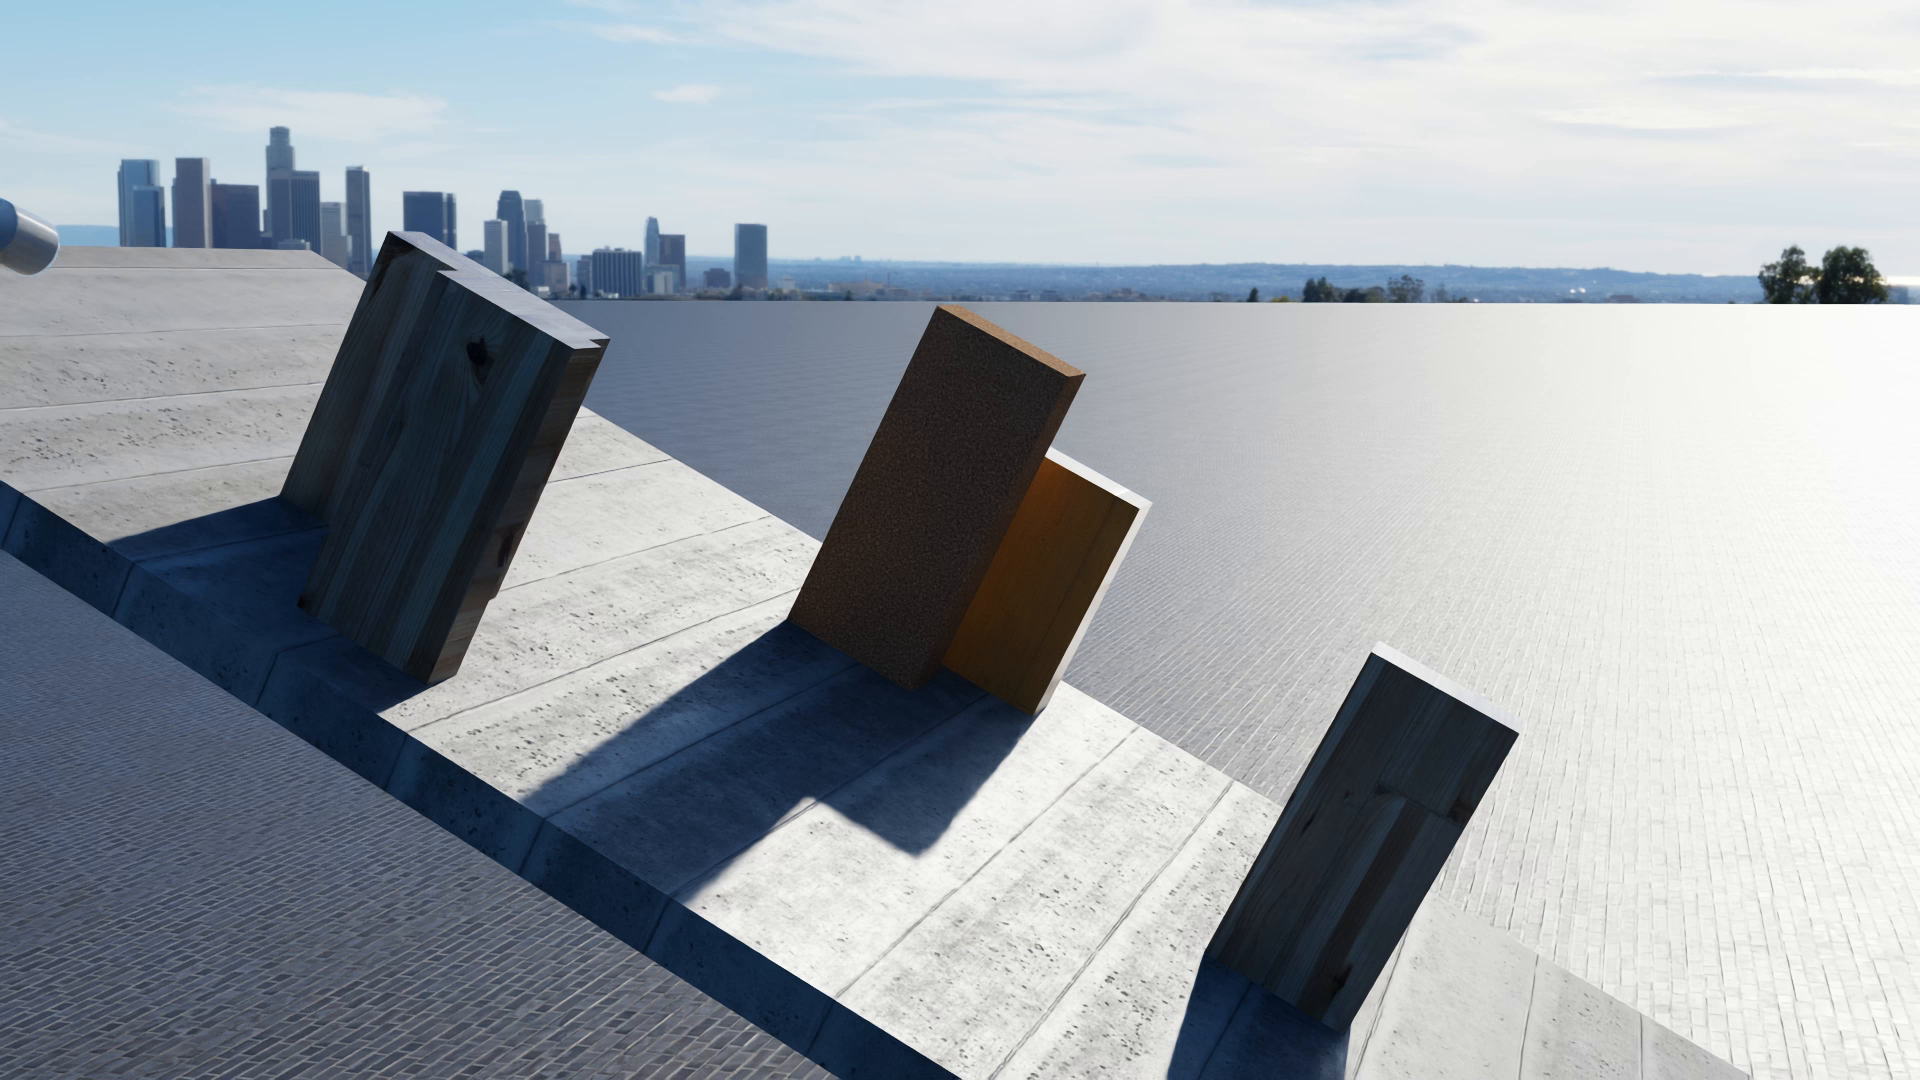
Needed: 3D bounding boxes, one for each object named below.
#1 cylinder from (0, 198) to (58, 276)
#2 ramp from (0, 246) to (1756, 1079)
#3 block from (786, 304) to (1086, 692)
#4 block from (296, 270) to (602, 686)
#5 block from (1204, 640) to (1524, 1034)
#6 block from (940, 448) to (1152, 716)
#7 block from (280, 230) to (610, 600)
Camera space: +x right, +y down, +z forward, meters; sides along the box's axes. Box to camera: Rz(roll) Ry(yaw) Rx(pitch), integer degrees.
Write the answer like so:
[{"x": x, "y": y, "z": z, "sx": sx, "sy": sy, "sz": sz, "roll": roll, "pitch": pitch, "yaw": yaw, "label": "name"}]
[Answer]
[{"x": -1.780, "y": -0.569, "z": 4.131, "sx": 0.114, "sy": 0.114, "sz": 0.114, "roll": 2, "pitch": -11, "yaw": 17, "label": "cylinder"}, {"x": -0.235, "y": 0.394, "z": 4.155, "sx": 4.000, "sy": 0.100, "sz": 2.000, "roll": 29, "pitch": 14, "yaw": 12, "label": "ramp"}, {"x": -0.052, "y": -0.087, "z": 4.510, "sx": 0.305, "sy": 0.726, "sz": 0.147, "roll": 29, "pitch": 14, "yaw": 12, "label": "block"}, {"x": -0.806, "y": -0.097, "z": 3.453, "sx": 0.258, "sy": 0.594, "sz": 0.092, "roll": 29, "pitch": 14, "yaw": 12, "label": "block"}, {"x": 0.707, "y": 0.524, "z": 3.872, "sx": 0.282, "sy": 0.625, "sz": 0.119, "roll": 29, "pitch": 14, "yaw": 12, "label": "block"}, {"x": 0.153, "y": 0.076, "z": 4.738, "sx": 0.306, "sy": 0.511, "sz": 0.124, "roll": 29, "pitch": 14, "yaw": 12, "label": "block"}, {"x": -0.906, "y": -0.214, "z": 3.854, "sx": 0.406, "sy": 0.520, "sz": 0.113, "roll": 29, "pitch": 14, "yaw": 12, "label": "block"}]
